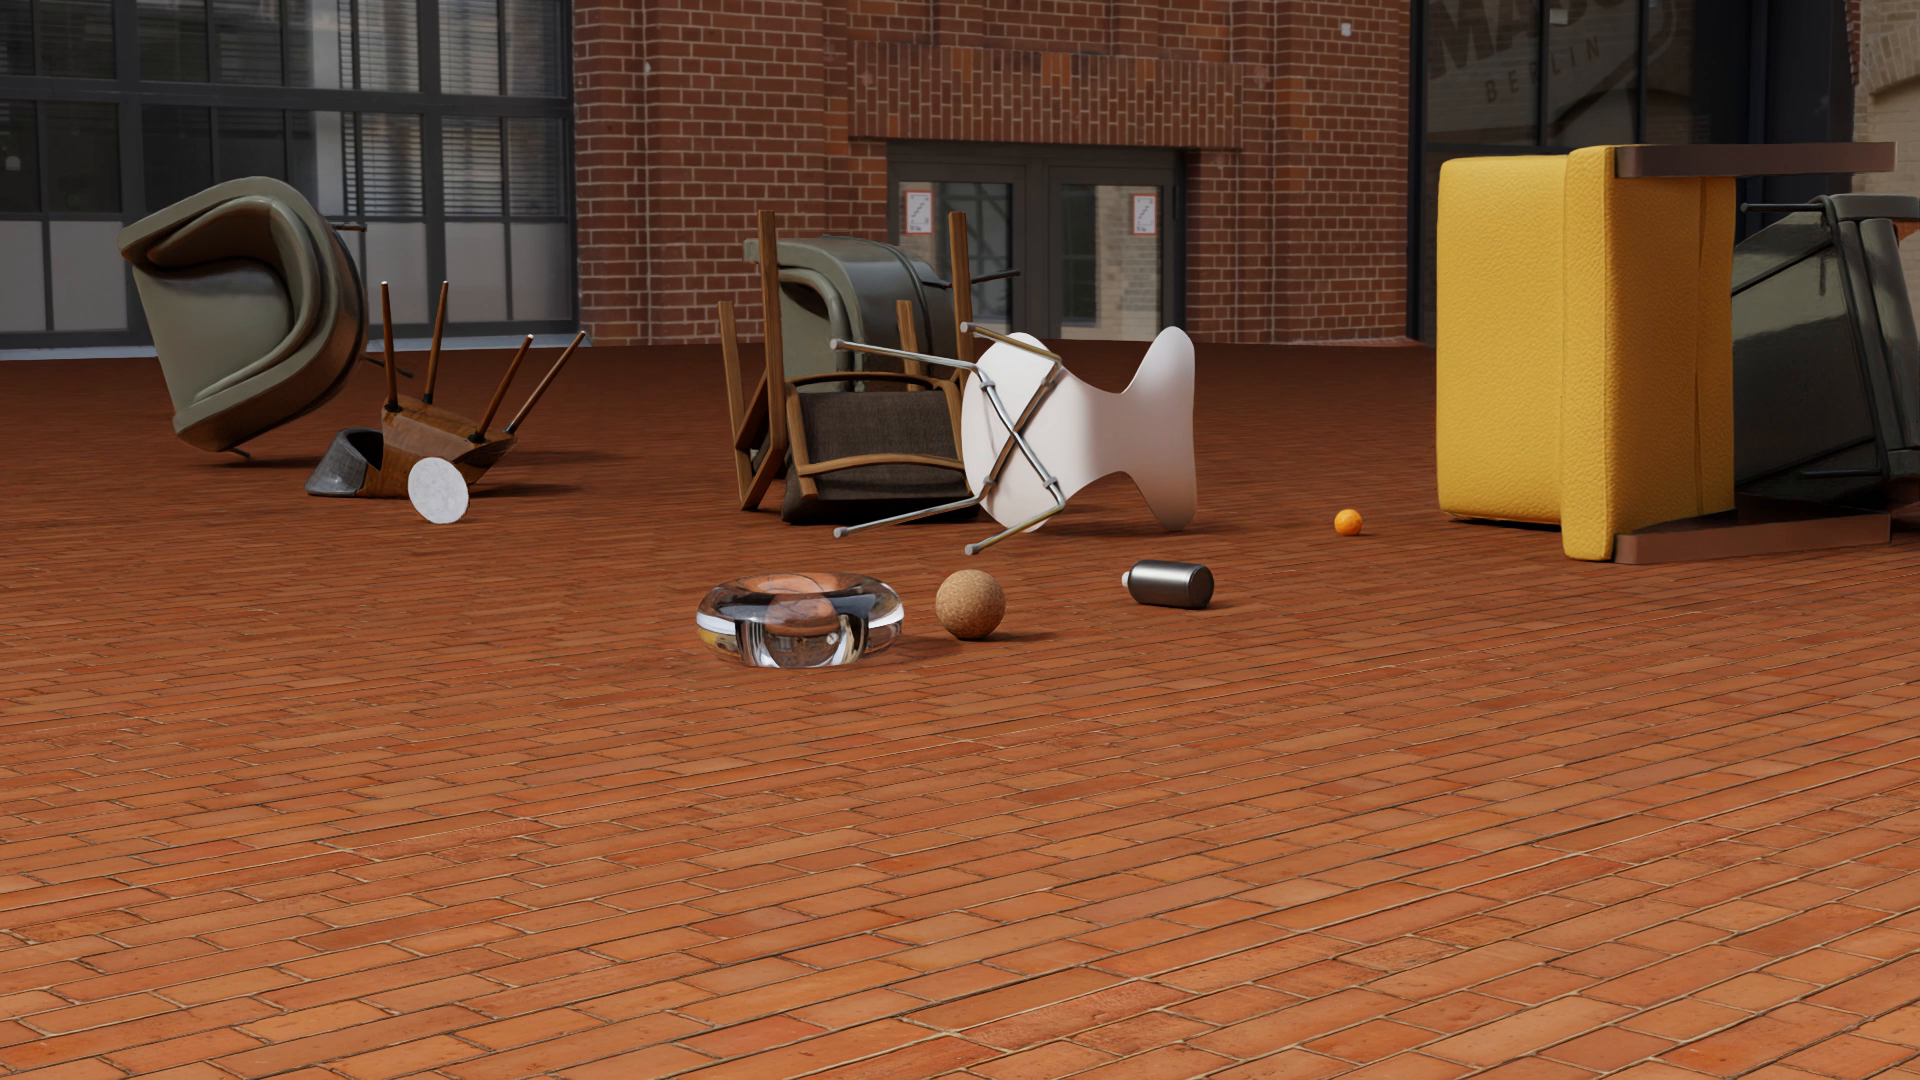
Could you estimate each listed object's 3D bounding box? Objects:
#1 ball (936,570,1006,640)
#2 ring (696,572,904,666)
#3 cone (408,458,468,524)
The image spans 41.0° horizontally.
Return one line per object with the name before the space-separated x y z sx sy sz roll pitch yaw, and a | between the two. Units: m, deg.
ball | 0.019 0.117 4.656 0.128 0.128 0.128 0 6 0
ring | -0.279 0.137 4.482 0.364 0.126 0.424 0 7 4
cone | -1.401 -0.097 6.932 0.150 0.205 0.177 -24 -19 -15
